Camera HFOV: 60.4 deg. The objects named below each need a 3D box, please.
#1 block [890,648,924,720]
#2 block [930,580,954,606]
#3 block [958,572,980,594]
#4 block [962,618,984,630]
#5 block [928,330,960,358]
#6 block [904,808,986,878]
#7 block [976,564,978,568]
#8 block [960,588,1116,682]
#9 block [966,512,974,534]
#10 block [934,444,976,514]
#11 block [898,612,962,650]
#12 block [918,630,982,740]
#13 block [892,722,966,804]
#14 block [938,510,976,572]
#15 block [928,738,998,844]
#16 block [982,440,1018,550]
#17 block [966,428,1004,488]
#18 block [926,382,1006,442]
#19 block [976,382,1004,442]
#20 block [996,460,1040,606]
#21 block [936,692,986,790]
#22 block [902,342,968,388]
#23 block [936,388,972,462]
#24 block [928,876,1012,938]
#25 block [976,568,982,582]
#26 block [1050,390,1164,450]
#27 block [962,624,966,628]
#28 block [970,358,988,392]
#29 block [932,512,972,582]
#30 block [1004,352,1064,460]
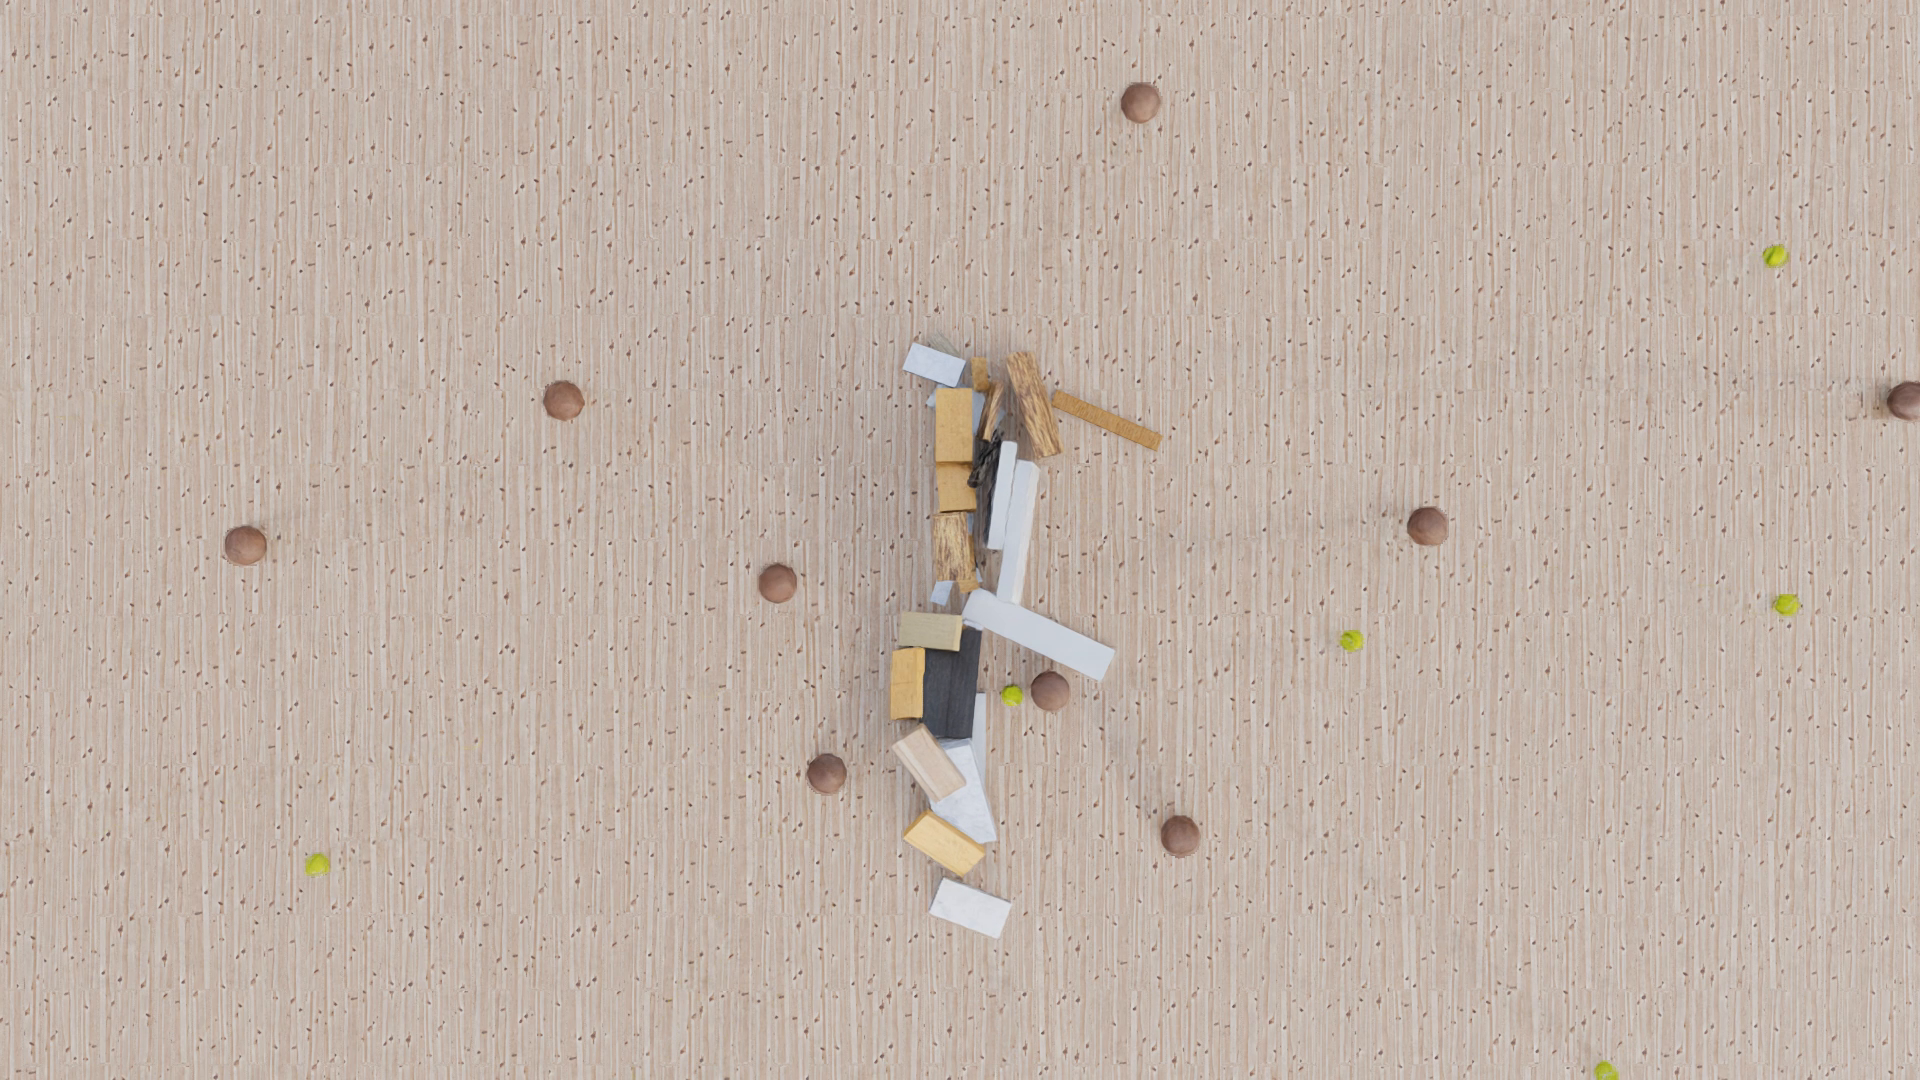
[{"bbox_3d":[-0.172,0.474,5.422,0.114,0.032,0.228,-12,70,41],"label":"block"},{"bbox_3d":[-0.058,0.160,5.492,0.054,0.015,0.107,19,90,0],"label":"block"},{"bbox_3d":[0.018,0.108,5.447,0.063,0.018,0.126,-15,84,1],"label":"block"},{"bbox_3d":[0.025,0.274,5.473,0.107,0.054,0.015,23,85,0],"label":"block"},{"bbox_3d":[-0.054,-0.641,5.492,0.055,0.016,0.111,-40,90,0],"label":"block"},{"bbox_3d":[-0.051,0.996,5.417,0.248,0.035,0.124,37,112,-16],"label":"block"},{"bbox_3d":[0.014,0.037,5.472,0.063,0.018,0.126,-14,84,1],"label":"block"},{"bbox_3d":[0.259,0.310,5.484,0.514,0.032,0.114,25,90,0],"label":"block"},{"bbox_3d":[-0.011,-0.128,5.450,0.110,0.031,0.221,1,71,-1],"label":"block"},{"bbox_3d":[-0.016,-0.206,5.442,0.121,0.034,0.241,-5,71,-3],"label":"block"},{"bbox_3d":[-0.098,0.298,5.413,0.228,0.032,0.114,2,82,37],"label":"block"},{"bbox_3d":[-0.034,0.471,5.431,0.179,0.051,0.358,5,77,1],"label":"block"},{"bbox_3d":[-0.100,0.721,5.325,0.124,0.035,0.248,-33,105,13],"label":"block"},{"bbox_3d":[-0.011,0.002,5.445,0.110,0.031,0.220,-6,71,4],"label":"block"},{"bbox_3d":[-0.009,0.835,5.408,0.179,0.051,0.358,-13,109,7],"label":"block"},{"bbox_3d":[0.129,-0.145,5.411,0.050,0.175,0.350,8,90,-5],"label":"block"},{"bbox_3d":[0.083,-0.268,5.393,0.027,0.096,0.193,28,73,-11],"label":"block"},{"bbox_3d":[0.020,-0.439,5.483,0.241,0.034,0.121,33,90,0],"label":"block"},{"bbox_3d":[0.099,-0.422,5.416,0.027,0.096,0.193,14,90,-15],"label":"block"},{"bbox_3d":[0.191,-0.022,5.393,0.050,0.175,0.458,8,86,11],"label":"block"},{"bbox_3d":[-0.006,0.686,5.475,0.179,0.051,0.358,0,90,0],"label":"block"},{"bbox_3d":[-0.083,-0.577,5.462,0.193,0.027,0.096,21,87,14],"label":"block"},{"bbox_3d":[-0.020,-0.377,5.436,0.121,0.034,0.241,0,84,-1],"label":"block"},{"bbox_3d":[0.035,1.217,5.469,0.248,0.035,0.124,22,90,-7],"label":"block"},{"bbox_3d":[0.024,0.090,5.491,0.063,0.018,0.126,-21,90,0],"label":"block"},{"bbox_3d":[0.489,-0.398,5.492,0.386,0.016,0.055,24,90,0],"label":"block"},{"bbox_3d":[-0.010,0.280,5.446,0.054,0.107,0.015,15,88,0],"label":"block"},{"bbox_3d":[0.066,-0.550,5.476,0.055,0.016,0.111,-5,90,-42],"label":"block"},{"bbox_3d":[-0.026,0.022,5.380,0.110,0.031,0.221,-4,86,0],"label":"block"},{"bbox_3d":[0.246,-0.444,5.409,0.050,0.175,0.350,-18,90,20],"label":"block"}]
